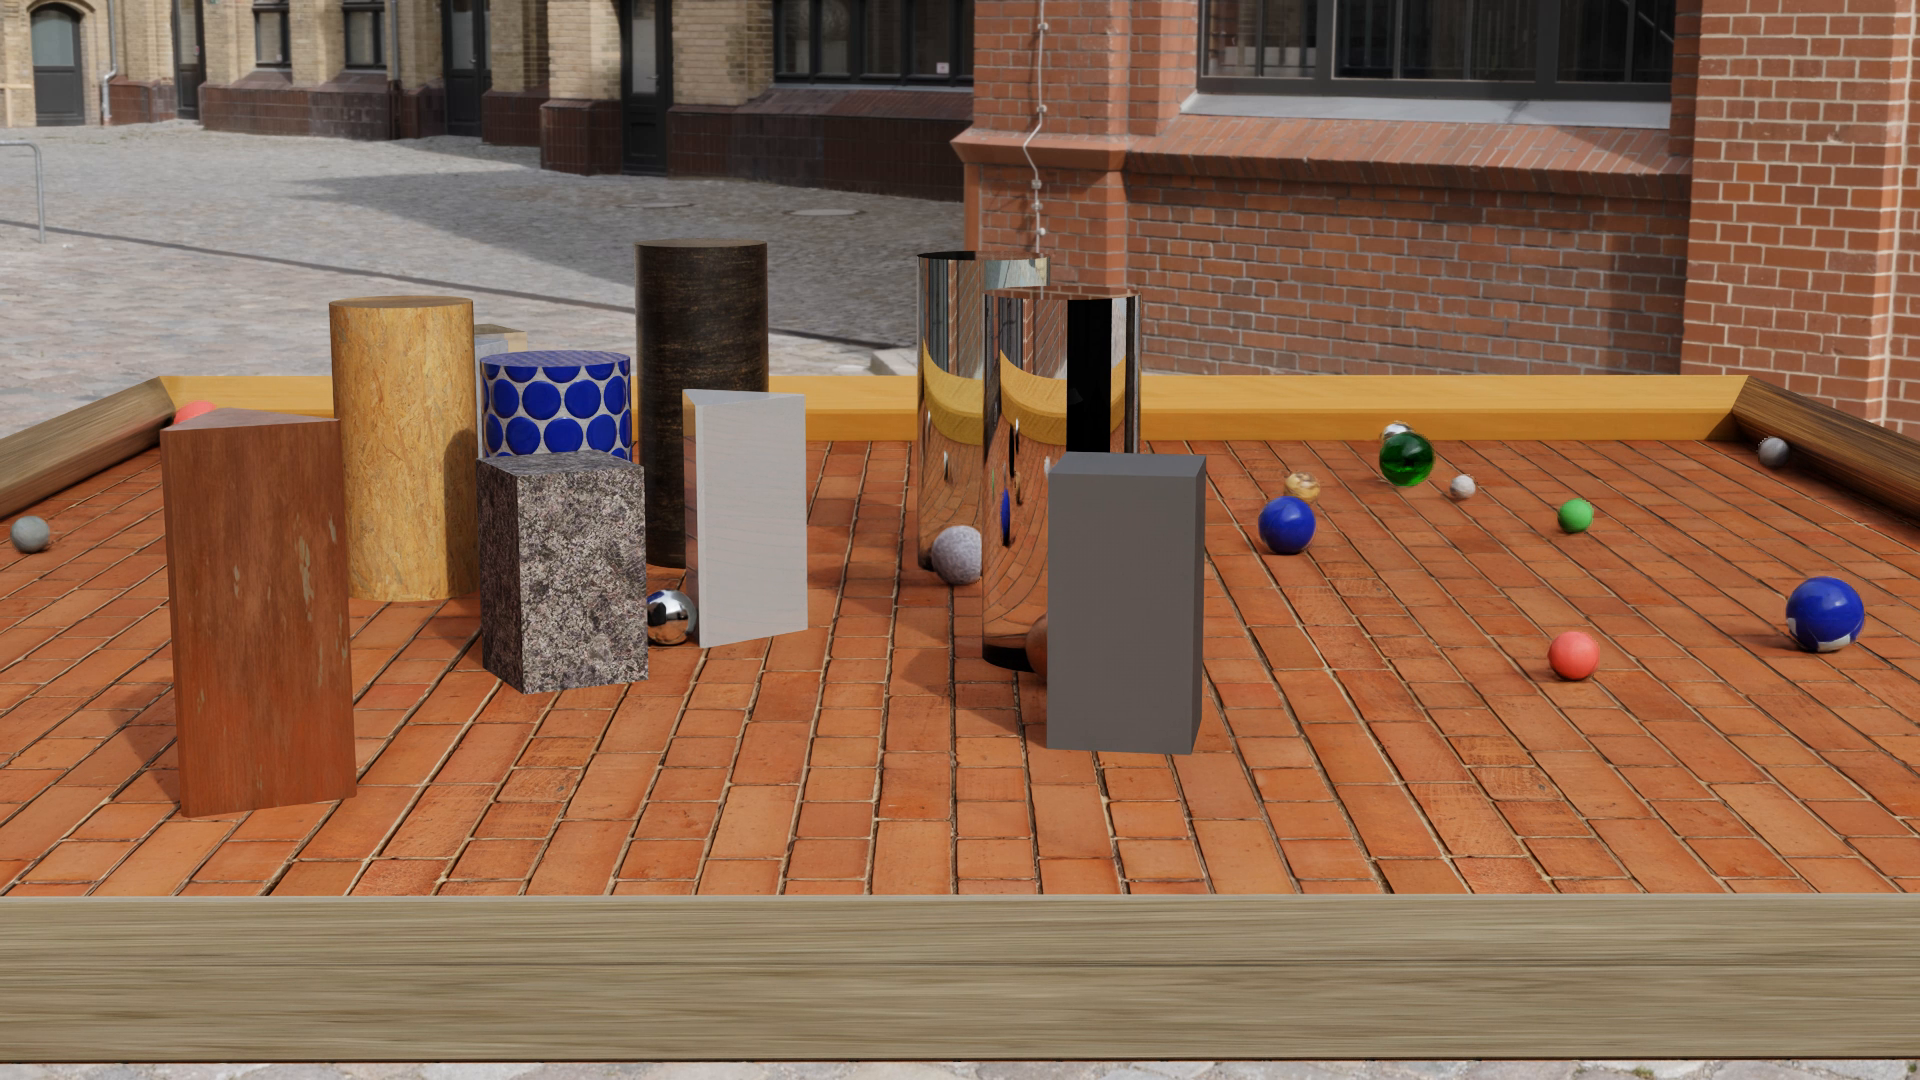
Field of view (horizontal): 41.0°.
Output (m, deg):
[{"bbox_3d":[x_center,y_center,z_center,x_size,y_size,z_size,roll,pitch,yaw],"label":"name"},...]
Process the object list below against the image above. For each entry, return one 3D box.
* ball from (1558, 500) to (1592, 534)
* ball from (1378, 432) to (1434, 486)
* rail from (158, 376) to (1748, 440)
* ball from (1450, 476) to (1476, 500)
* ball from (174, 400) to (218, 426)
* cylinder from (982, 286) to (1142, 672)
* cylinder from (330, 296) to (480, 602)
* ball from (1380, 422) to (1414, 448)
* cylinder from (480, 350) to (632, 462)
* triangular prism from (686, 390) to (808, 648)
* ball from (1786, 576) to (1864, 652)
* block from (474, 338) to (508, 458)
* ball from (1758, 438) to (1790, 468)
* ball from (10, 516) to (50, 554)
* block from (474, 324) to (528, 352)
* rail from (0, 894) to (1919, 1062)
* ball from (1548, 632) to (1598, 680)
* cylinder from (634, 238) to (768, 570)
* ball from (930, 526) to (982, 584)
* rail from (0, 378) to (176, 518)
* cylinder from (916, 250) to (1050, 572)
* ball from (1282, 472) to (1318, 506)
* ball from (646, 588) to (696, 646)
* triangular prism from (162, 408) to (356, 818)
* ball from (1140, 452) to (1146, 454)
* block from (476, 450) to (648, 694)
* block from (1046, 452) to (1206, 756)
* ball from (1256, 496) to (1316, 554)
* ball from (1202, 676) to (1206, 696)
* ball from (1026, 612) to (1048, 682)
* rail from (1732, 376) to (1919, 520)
[{"bbox_3d":[0.966,-0.036,4.029,0.052,0.052,0.052,0,11,0],"label":"ball"},{"bbox_3d":[0.778,-0.141,4.473,0.095,0.095,0.095,0,11,0],"label":"ball"},{"bbox_3d":[-0.009,-0.254,4.990,3.103,0.126,0.045,0,11,0],"label":"rail"},{"bbox_3d":[0.849,-0.088,4.331,0.043,0.043,0.043,0,11,0],"label":"ball"},{"bbox_3d":[-1.460,-0.222,4.921,0.092,0.092,0.092,0,11,0],"label":"ball"},{"bbox_3d":[0.125,-0.078,3.157,0.195,0.452,0.195,0,11,0],"label":"cylinder"},{"bbox_3d":[-0.771,-0.131,3.578,0.195,0.403,0.195,0,11,0],"label":"cylinder"},{"bbox_3d":[0.817,-0.185,4.782,0.069,0.069,0.069,0,11,0],"label":"ball"},{"bbox_3d":[-0.528,-0.066,3.376,0.195,0.348,0.195,0,11,0],"label":"cylinder"},{"bbox_3d":[-0.310,-0.035,3.323,0.168,0.308,0.146,-9,14,-41],"label":"triangular prism"},{"bbox_3d":[1.085,0.093,3.218,0.095,0.095,0.095,0,11,0],"label":"ball"},{"bbox_3d":[-0.775,-0.135,3.829,0.156,0.318,0.156,3,11,16],"label":"block"},{"bbox_3d":[1.483,-0.158,4.672,0.056,0.056,0.056,0,11,0],"label":"ball"},{"bbox_3d":[-1.401,-0.008,3.867,0.057,0.057,0.057,0,11,0],"label":"ball"},{"bbox_3d":[-0.790,-0.180,4.096,0.156,0.310,0.156,-7,12,-31],"label":"block"},{"bbox_3d":[0.009,0.319,1.908,3.103,0.126,0.045,0,11,0],"label":"rail"},{"bbox_3d":[0.733,0.139,3.069,0.058,0.058,0.058,0,11,0],"label":"ball"},{"bbox_3d":[-0.380,-0.205,3.797,0.195,0.468,0.195,0,11,0],"label":"cylinder"},{"bbox_3d":[0.001,0.021,3.631,0.084,0.084,0.084,0,11,0],"label":"ball"},{"bbox_3d":[-1.528,0.034,3.440,0.045,0.126,3.183,0,11,0],"label":"rail"},{"bbox_3d":[0.035,-0.188,3.748,0.195,0.453,0.195,0,11,0],"label":"cylinder"},{"bbox_3d":[0.566,-0.083,4.260,0.059,0.059,0.059,0,11,0],"label":"ball"},{"bbox_3d":[-0.370,0.097,3.254,0.072,0.072,0.072,0,11,0],"label":"ball"},{"bbox_3d":[-0.715,0.065,2.578,0.168,0.382,0.146,-5,12,-26],"label":"triangular prism"},{"bbox_3d":[0.316,-0.129,4.527,0.053,0.053,0.053,0,11,0],"label":"ball"},{"bbox_3d":[-0.478,0.035,3.081,0.156,0.259,0.156,-6,12,-27],"label":"block"},{"bbox_3d":[0.183,0.066,2.799,0.156,0.301,0.156,2,11,9],"label":"block"},{"bbox_3d":[0.490,-0.023,3.858,0.088,0.088,0.088,0,11,0],"label":"ball"},{"bbox_3d":[0.260,0.168,2.947,0.045,0.045,0.045,0,11,0],"label":"ball"},{"bbox_3d":[0.124,0.127,3.038,0.093,0.093,0.093,0,11,0],"label":"ball"},{"bbox_3d":[1.528,0.031,3.458,0.045,0.126,3.183,0,11,0],"label":"rail"}]
